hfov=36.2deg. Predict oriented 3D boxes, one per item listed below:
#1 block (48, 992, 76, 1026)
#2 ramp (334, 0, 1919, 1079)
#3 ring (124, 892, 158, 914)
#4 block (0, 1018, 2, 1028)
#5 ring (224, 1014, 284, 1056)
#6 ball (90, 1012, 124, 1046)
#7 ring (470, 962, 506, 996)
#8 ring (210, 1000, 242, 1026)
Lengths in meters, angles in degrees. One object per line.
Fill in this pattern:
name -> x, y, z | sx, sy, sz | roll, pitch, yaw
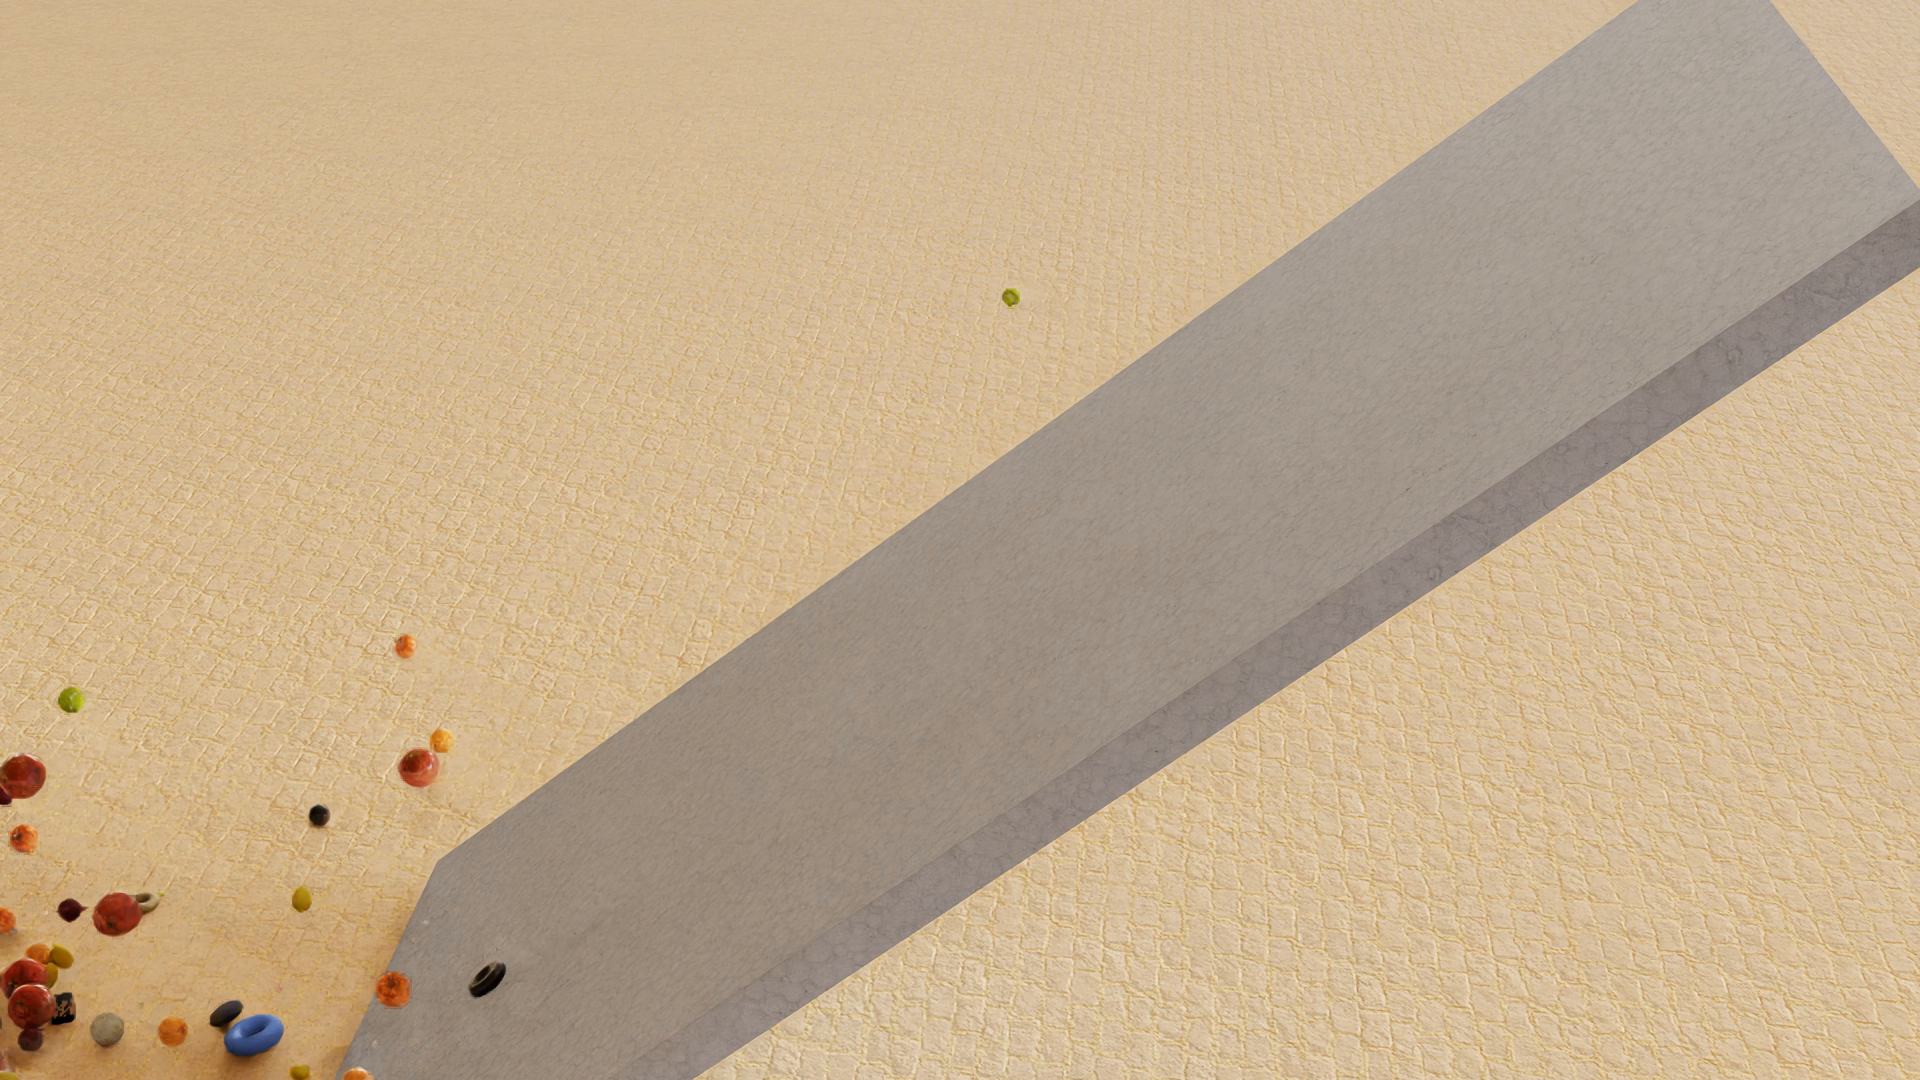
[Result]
block -> -2.216, 1.156, 7.261 | 0.053, 0.053, 0.053 | -9, 24, -7
ramp -> 0.123, 0.183, 6.334 | 4.000, 0.100, 2.000 | -35, 16, 17
ring -> -2.158, 0.958, 7.757 | 0.088, 0.029, 0.088 | 1, 23, 0
block -> -2.408, 1.159, 7.231 | 0.077, 0.077, 0.077 | -13, 27, -28
ring -> -1.714, 1.203, 7.142 | 0.145, 0.048, 0.145 | -10, 22, 4
ball -> -2.074, 1.190, 7.154 | 0.081, 0.081, 0.081 | 0, 23, 0
ring -> -1.067, 0.992, 6.644 | 0.098, 0.033, 0.098 | -36, 17, 13
ring -> -1.802, 1.163, 7.223 | 0.089, 0.089, 0.030 | -24, 73, -44
